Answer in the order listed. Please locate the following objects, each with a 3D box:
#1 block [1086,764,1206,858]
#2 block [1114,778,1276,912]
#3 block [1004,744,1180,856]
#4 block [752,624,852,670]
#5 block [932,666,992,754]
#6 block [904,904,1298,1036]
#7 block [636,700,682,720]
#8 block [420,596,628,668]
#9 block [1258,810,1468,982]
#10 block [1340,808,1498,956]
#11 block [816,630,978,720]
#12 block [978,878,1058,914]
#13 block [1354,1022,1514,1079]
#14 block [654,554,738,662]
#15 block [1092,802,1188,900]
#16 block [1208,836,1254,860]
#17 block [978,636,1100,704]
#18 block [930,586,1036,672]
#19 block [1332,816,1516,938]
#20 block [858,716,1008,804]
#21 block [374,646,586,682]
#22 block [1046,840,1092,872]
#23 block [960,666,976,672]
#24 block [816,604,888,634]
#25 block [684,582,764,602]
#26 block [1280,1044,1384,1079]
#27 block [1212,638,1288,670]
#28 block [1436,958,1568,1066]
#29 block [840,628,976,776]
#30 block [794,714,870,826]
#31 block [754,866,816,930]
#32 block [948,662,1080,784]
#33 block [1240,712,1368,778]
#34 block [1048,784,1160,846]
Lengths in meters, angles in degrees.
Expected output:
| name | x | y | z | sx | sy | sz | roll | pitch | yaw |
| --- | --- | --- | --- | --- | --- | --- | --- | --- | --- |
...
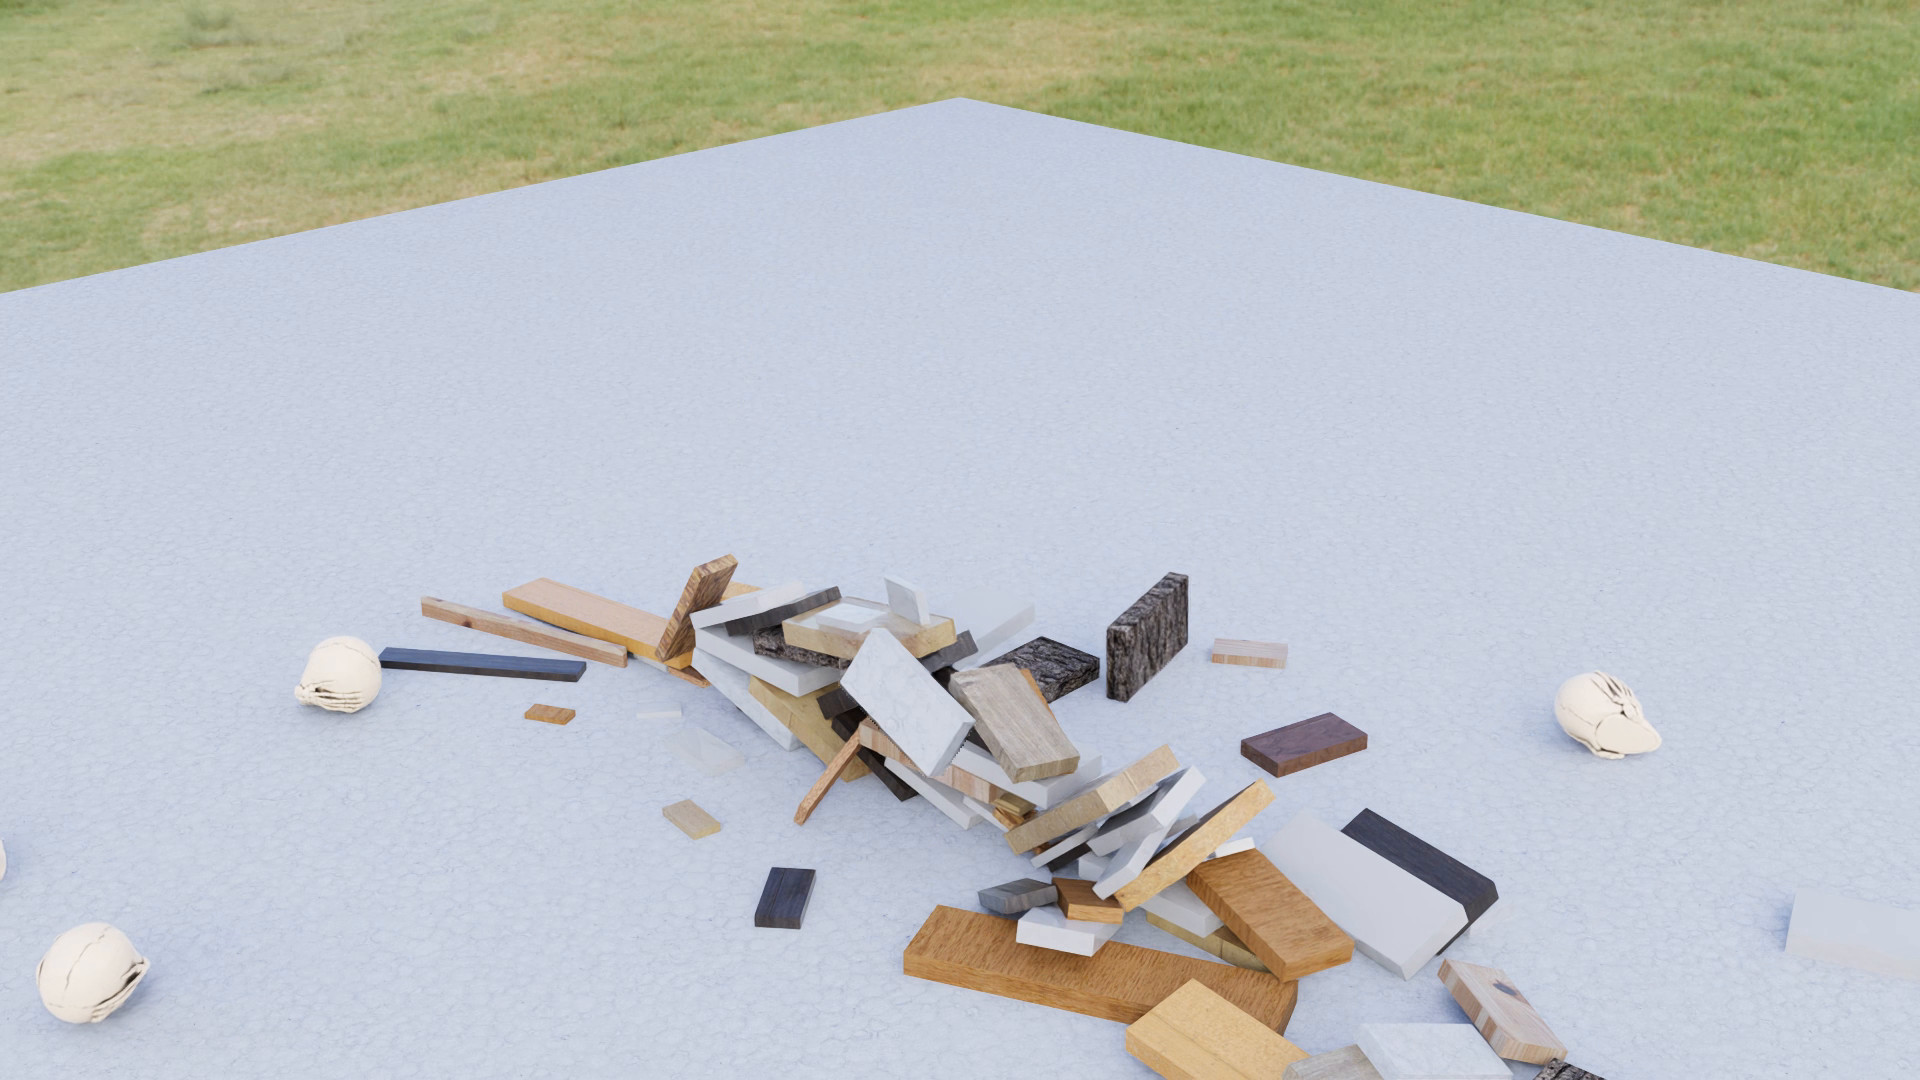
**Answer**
| name | x | y | z | sx | sy | sz | roll | pitch | yaw |
| --- | --- | --- | --- | --- | --- | --- | --- | --- | --- |
| block | 0.342 | 0.502 | 4.056 | 0.131 | 0.037 | 0.263 | -44 | 2 | -31 |
| block | 0.432 | 0.558 | 4.033 | 0.335 | 0.167 | 0.047 | -28 | 80 | -48 |
| block | 0.240 | 0.490 | 4.115 | 0.170 | 0.048 | 0.450 | -29 | -5 | -27 |
| block | -0.256 | 0.211 | 4.642 | 0.351 | 0.050 | 0.175 | 7 | 21 | 43 |
| block | 0.020 | 0.335 | 4.369 | 0.131 | 0.037 | 0.263 | -22 | 35 | -39 |
| block | 0.245 | 0.772 | 3.882 | 0.676 | 0.047 | 0.167 | 9 | 24 | 19 |
| block | -0.665 | 0.375 | 4.858 | 0.099 | 0.014 | 0.050 | -3 | 23 | -6 |
| block | -1.035 | 0.214 | 5.192 | 0.602 | 0.049 | 0.014 | 12 | 26 | 26 |
| block | 0.727 | 0.652 | 4.078 | 0.164 | 0.047 | 0.417 | -39 | 38 | -18 |
| block | 0.827 | 0.636 | 4.121 | 0.164 | 0.047 | 0.328 | -38 | 37 | -18 |
| block | -0.133 | 0.281 | 4.566 | 0.176 | 0.050 | 0.351 | -22 | -3 | -39 |
| block | 0.105 | 0.656 | 4.055 | 0.099 | 0.028 | 0.198 | -13 | -2 | -14 |
| block | 0.775 | 0.845 | 3.601 | 0.244 | 0.035 | 0.122 | 8 | 27 | -31 |
| block | -0.584 | 0.152 | 4.857 | 0.102 | 0.315 | 0.029 | -23 | 64 | -40 |
| block | 0.336 | 0.552 | 4.033 | 0.028 | 0.099 | 0.278 | 47 | 38 | -2 |
| block | 0.502 | 0.574 | 4.095 | 0.072 | 0.021 | 0.145 | -15 | -9 | -3 |
| block | 0.123 | 0.324 | 4.934 | 0.174 | 0.049 | 0.387 | 20 | 30 | 39 |
| block | 0.010 | 0.211 | 5.200 | 0.174 | 0.049 | 0.348 | 15 | 28 | 31 |
| block | 0.865 | 0.639 | 4.209 | 0.123 | 0.035 | 0.393 | -17 | 28 | -34 |
| block | -0.020 | 0.413 | 4.413 | 0.339 | 0.048 | 0.170 | 21 | 32 | 35 |
| block | -1.103 | 0.287 | 5.060 | 0.484 | 0.020 | 0.070 | 4 | 23 | 8 |
| block | 0.232 | 0.594 | 4.213 | 0.072 | 0.021 | 0.145 | -23 | -11 | -38 |
| block | 0.007 | 0.315 | 4.870 | 0.062 | 0.018 | 0.124 | 20 | 30 | 38 |
| block | -0.220 | 0.159 | 4.481 | 0.073 | 0.021 | 0.146 | -21 | 20 | -37 |
| block | -0.479 | 0.150 | 5.377 | 0.410 | 0.024 | 0.086 | 11 | 25 | 25 |
| block | 0.668 | 0.858 | 3.556 | 0.356 | 0.028 | 0.100 | -1 | 32 | -44 |
| block | 0.673 | 0.263 | 5.109 | 0.170 | 0.024 | 0.085 | 5 | 23 | 11 |
| block | 0.925 | 0.808 | 3.761 | 0.122 | 0.035 | 0.244 | 15 | 18 | -20 |
| block | -0.103 | 0.311 | 4.243 | 0.278 | 0.138 | 0.039 | 44 | 26 | 28 |
| block | -0.249 | 0.460 | 4.460 | 0.021 | 0.073 | 0.276 | 33 | 54 | 7 |
| block | -0.328 | 0.674 | 4.142 | 0.086 | 0.024 | 0.172 | 2 | 23 | 6 |
| block | 0.102 | 0.347 | 4.197 | 0.138 | 0.039 | 0.275 | -9 | 41 | -28 |
| block | 0.734 | 0.436 | 4.689 | 0.246 | 0.035 | 0.123 | -14 | 27 | -29 |
| block | 0.266 | 0.519 | 4.166 | 0.068 | 0.019 | 0.354 | -29 | -5 | -29 |
